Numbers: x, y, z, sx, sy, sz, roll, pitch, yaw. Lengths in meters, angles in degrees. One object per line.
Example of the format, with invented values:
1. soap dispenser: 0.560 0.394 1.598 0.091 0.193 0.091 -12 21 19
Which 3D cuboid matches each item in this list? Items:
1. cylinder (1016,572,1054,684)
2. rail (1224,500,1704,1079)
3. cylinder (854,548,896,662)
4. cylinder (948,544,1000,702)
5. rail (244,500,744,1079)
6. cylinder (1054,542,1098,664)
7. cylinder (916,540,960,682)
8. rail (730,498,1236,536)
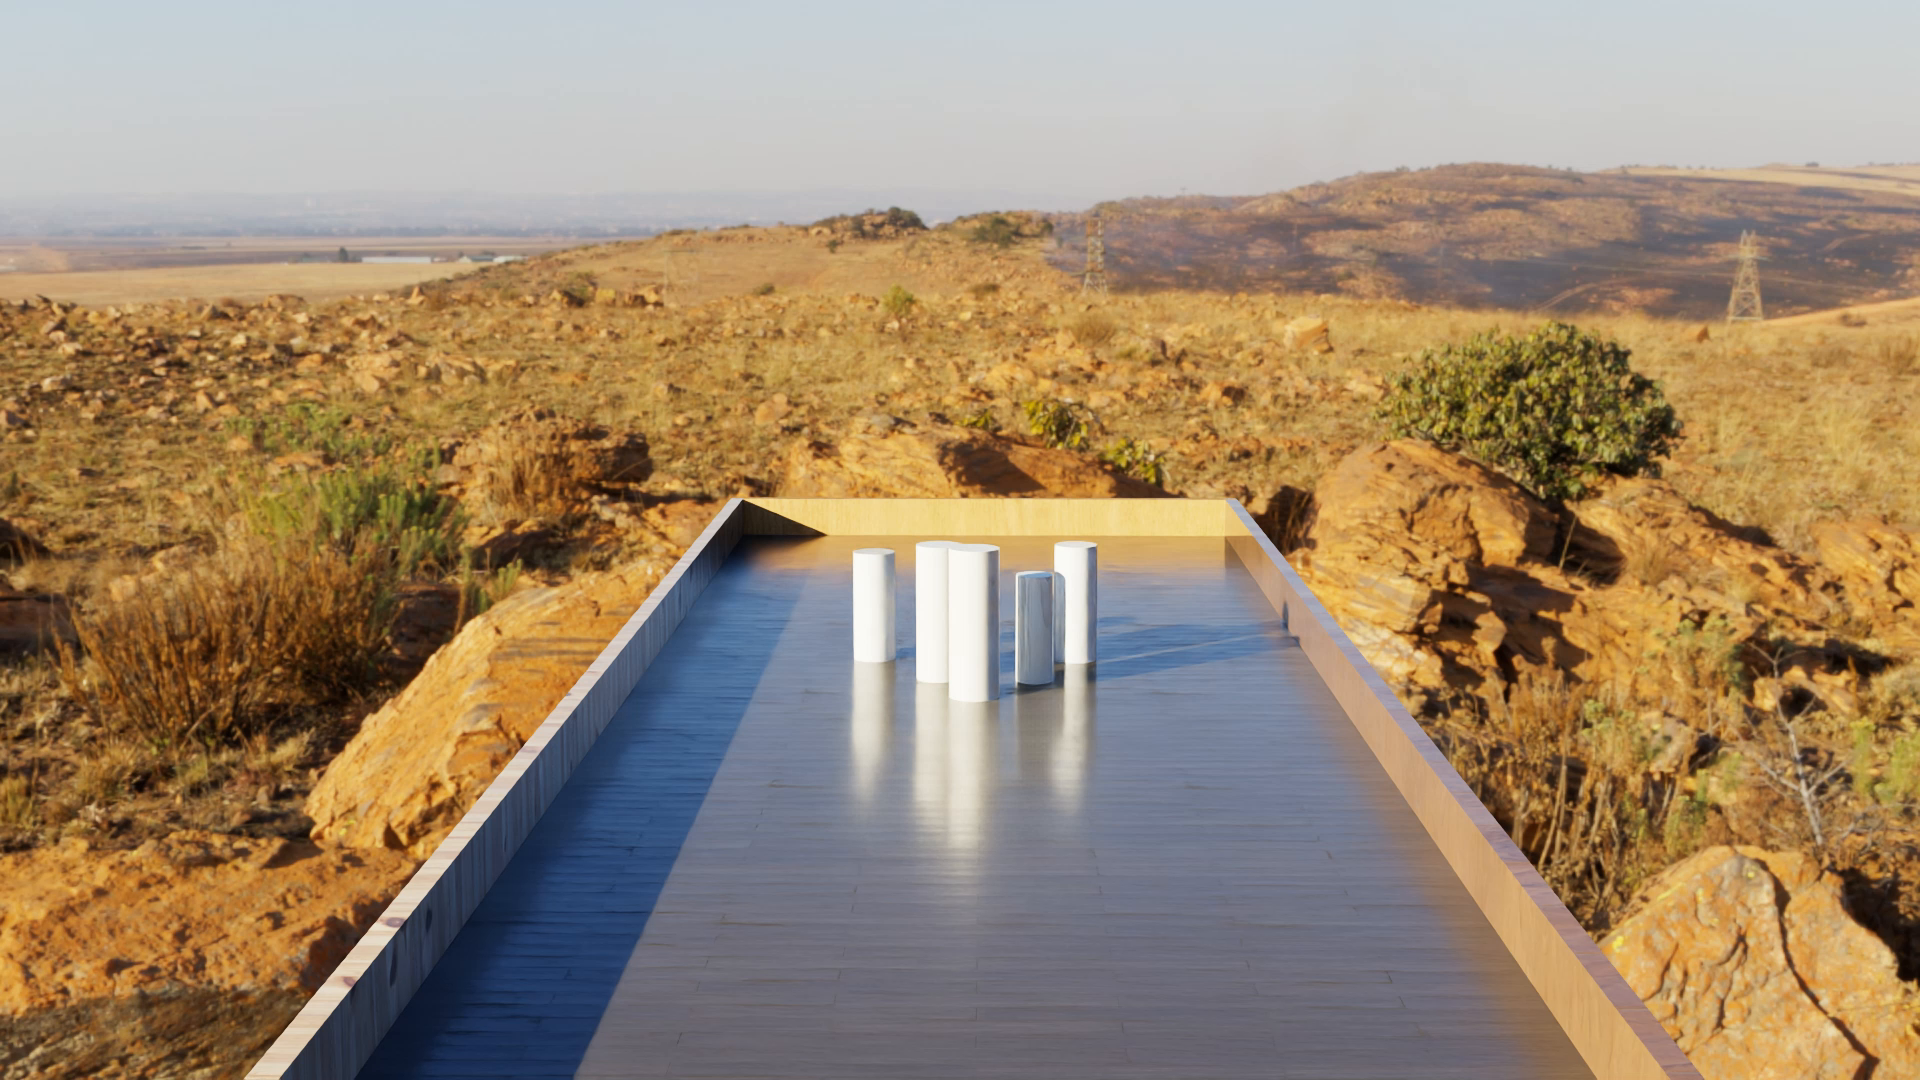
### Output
1. cylinder: 0.217 0.255 6.400 0.109 0.314 0.109 0 9 0
2. rail: 1.046 0.843 3.208 0.050 0.150 12.000 0 9 1
3. cylinder: -0.261 0.198 6.708 0.128 0.330 0.128 0 9 0
4. cylinder: 0.040 0.232 6.188 0.143 0.425 0.143 0 9 0
5. rail: -1.004 0.839 3.234 0.050 0.150 12.000 0 9 1
6. cylinder: 0.352 0.189 6.688 0.130 0.354 0.130 0 9 0
7. cylinder: -0.062 0.209 6.423 0.133 0.397 0.133 0 9 0
8. rail: 0.099 -0.098 9.147 2.100 0.150 0.050 0 9 1
